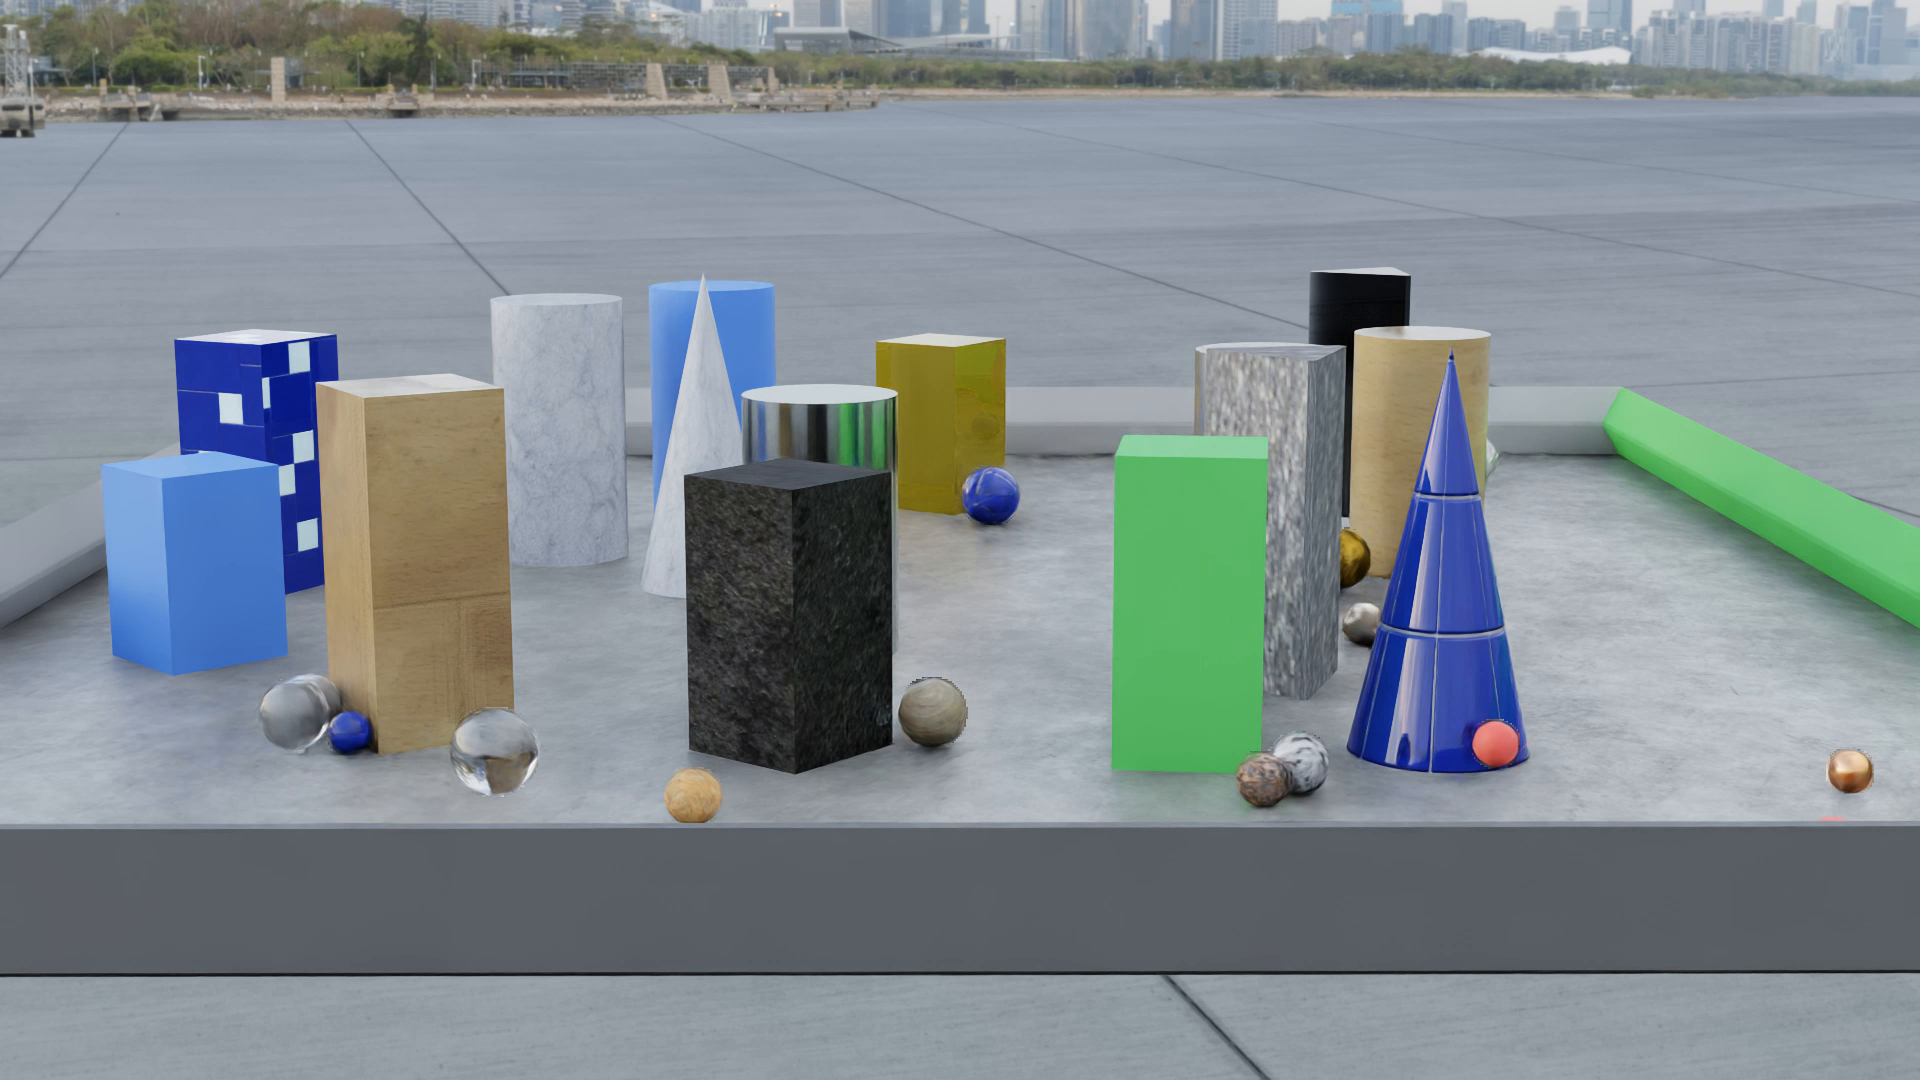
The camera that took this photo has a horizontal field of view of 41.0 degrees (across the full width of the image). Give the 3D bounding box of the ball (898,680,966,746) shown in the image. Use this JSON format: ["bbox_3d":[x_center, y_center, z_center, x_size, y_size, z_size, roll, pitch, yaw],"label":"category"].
[{"bbox_3d":[-0.030,0.187,2.770,0.073,0.073,0.073,0,11,0],"label":"ball"}]

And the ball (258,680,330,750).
[{"bbox_3d":[-0.711,0.187,2.741,0.075,0.075,0.075,0,11,0],"label":"ball"}]

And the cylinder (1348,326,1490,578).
[{"bbox_3d":[0.665,-0.128,3.722,0.194,0.345,0.194,0,11,0],"label":"cylinder"}]

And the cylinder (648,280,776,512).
[{"bbox_3d":[-0.384,-0.204,4.009,0.194,0.387,0.194,0,11,0],"label":"cylinder"}]

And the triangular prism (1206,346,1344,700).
[{"bbox_3d":[0.401,-0.029,3.046,0.145,0.395,0.168,-9,14,-39],"label":"triangular prism"}]

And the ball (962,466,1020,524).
[{"bbox_3d":[0.049,-0.071,4.101,0.093,0.093,0.093,0,11,0],"label":"ball"}]

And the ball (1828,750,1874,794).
[{"bbox_3d":[0.900,0.234,2.593,0.044,0.044,0.044,0,11,0],"label":"ball"}]

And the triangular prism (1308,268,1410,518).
[{"bbox_3d":[0.673,-0.243,4.197,0.168,0.396,0.145,6,12,29],"label":"triangular prism"}]

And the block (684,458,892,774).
[{"bbox_3d":[-0.182,0.076,2.743,0.155,0.299,0.155,8,13,38],"label":"block"}]

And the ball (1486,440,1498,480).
[{"bbox_3d":[0.904,-0.141,4.508,0.082,0.082,0.082,0,11,0],"label":"ball"}]

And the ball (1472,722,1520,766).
[{"bbox_3d":[0.553,0.210,2.645,0.047,0.047,0.047,0,11,0],"label":"ball"}]

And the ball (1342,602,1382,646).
[{"bbox_3d":[0.511,0.107,3.251,0.054,0.054,0.054,0,11,0],"label":"ball"}]

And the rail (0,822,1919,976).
[{"bbox_3d":[0.008,0.285,2.087,2.511,0.126,0.045,0,11,0],"label":"rail"}]

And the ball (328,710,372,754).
[{"bbox_3d":[-0.651,0.205,2.739,0.046,0.046,0.046,0,11,0],"label":"ball"}]

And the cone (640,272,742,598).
[{"bbox_3d":[-0.356,-0.155,3.595,0.194,0.443,0.194,0,11,0],"label":"cone"}]

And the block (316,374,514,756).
[{"bbox_3d":[-0.596,0.021,2.807,0.155,0.384,0.155,-7,12,-32],"label":"block"}]

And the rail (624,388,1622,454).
[{"bbox_3d":[-0.008,-0.220,4.811,2.511,0.126,0.045,0,11,0],"label":"rail"}]

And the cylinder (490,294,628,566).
[{"bbox_3d":[-0.596,-0.168,3.829,0.194,0.383,0.194,0,11,0],"label":"cylinder"}]

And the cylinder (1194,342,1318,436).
[{"bbox_3d":[0.413,-0.085,3.479,0.194,0.348,0.194,0,11,0],"label":"cylinder"}]

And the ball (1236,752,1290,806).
[{"bbox_3d":[0.301,0.238,2.547,0.054,0.054,0.054,0,11,0],"label":"ball"}]

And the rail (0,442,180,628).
[{"bbox_3d":[-1.232,0.034,3.442,0.045,0.126,2.817,0,11,0],"label":"rail"}]

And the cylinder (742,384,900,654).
[{"bbox_3d":[-0.174,-0.022,3.208,0.194,0.323,0.194,0,11,0],"label":"cylinder"}]

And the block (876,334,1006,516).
[{"bbox_3d":[-0.031,-0.196,4.272,0.155,0.276,0.155,7,12,32],"label":"block"}]

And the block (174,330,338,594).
[{"bbox_3d":[-0.982,-0.111,3.613,0.155,0.351,0.155,5,12,27],"label":"block"}]

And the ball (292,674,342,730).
[{"bbox_3d":[-0.713,0.181,2.814,0.068,0.068,0.068,0,11,0],"label":"ball"}]

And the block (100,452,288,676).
[{"bbox_3d":[-0.948,0.025,3.178,0.155,0.241,0.155,-10,15,-43],"label":"block"}]

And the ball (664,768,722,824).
[{"bbox_3d":[-0.258,0.249,2.484,0.055,0.055,0.055,0,11,0],"label":"ball"}]

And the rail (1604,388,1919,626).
[{"bbox_3d":[1.232,0.031,3.456,0.045,0.126,2.817,0,11,0],"label":"rail"}]

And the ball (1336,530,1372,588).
[{"bbox_3d":[0.533,0.027,3.586,0.083,0.083,0.083,0,11,0],"label":"ball"}]

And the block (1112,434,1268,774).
[{"bbox_3d":[0.245,0.065,2.718,0.155,0.331,0.155,1,11,7],"label":"block"}]

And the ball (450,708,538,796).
[{"bbox_3d":[-0.469,0.214,2.584,0.088,0.088,0.088,0,11,0],"label":"ball"}]

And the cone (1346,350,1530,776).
[{"bbox_3d":[0.513,0.012,2.716,0.194,0.435,0.194,0,11,0],"label":"cone"}]

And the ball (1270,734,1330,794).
[{"bbox_3d":[0.342,0.226,2.590,0.061,0.061,0.061,0,11,0],"label":"ball"}]
